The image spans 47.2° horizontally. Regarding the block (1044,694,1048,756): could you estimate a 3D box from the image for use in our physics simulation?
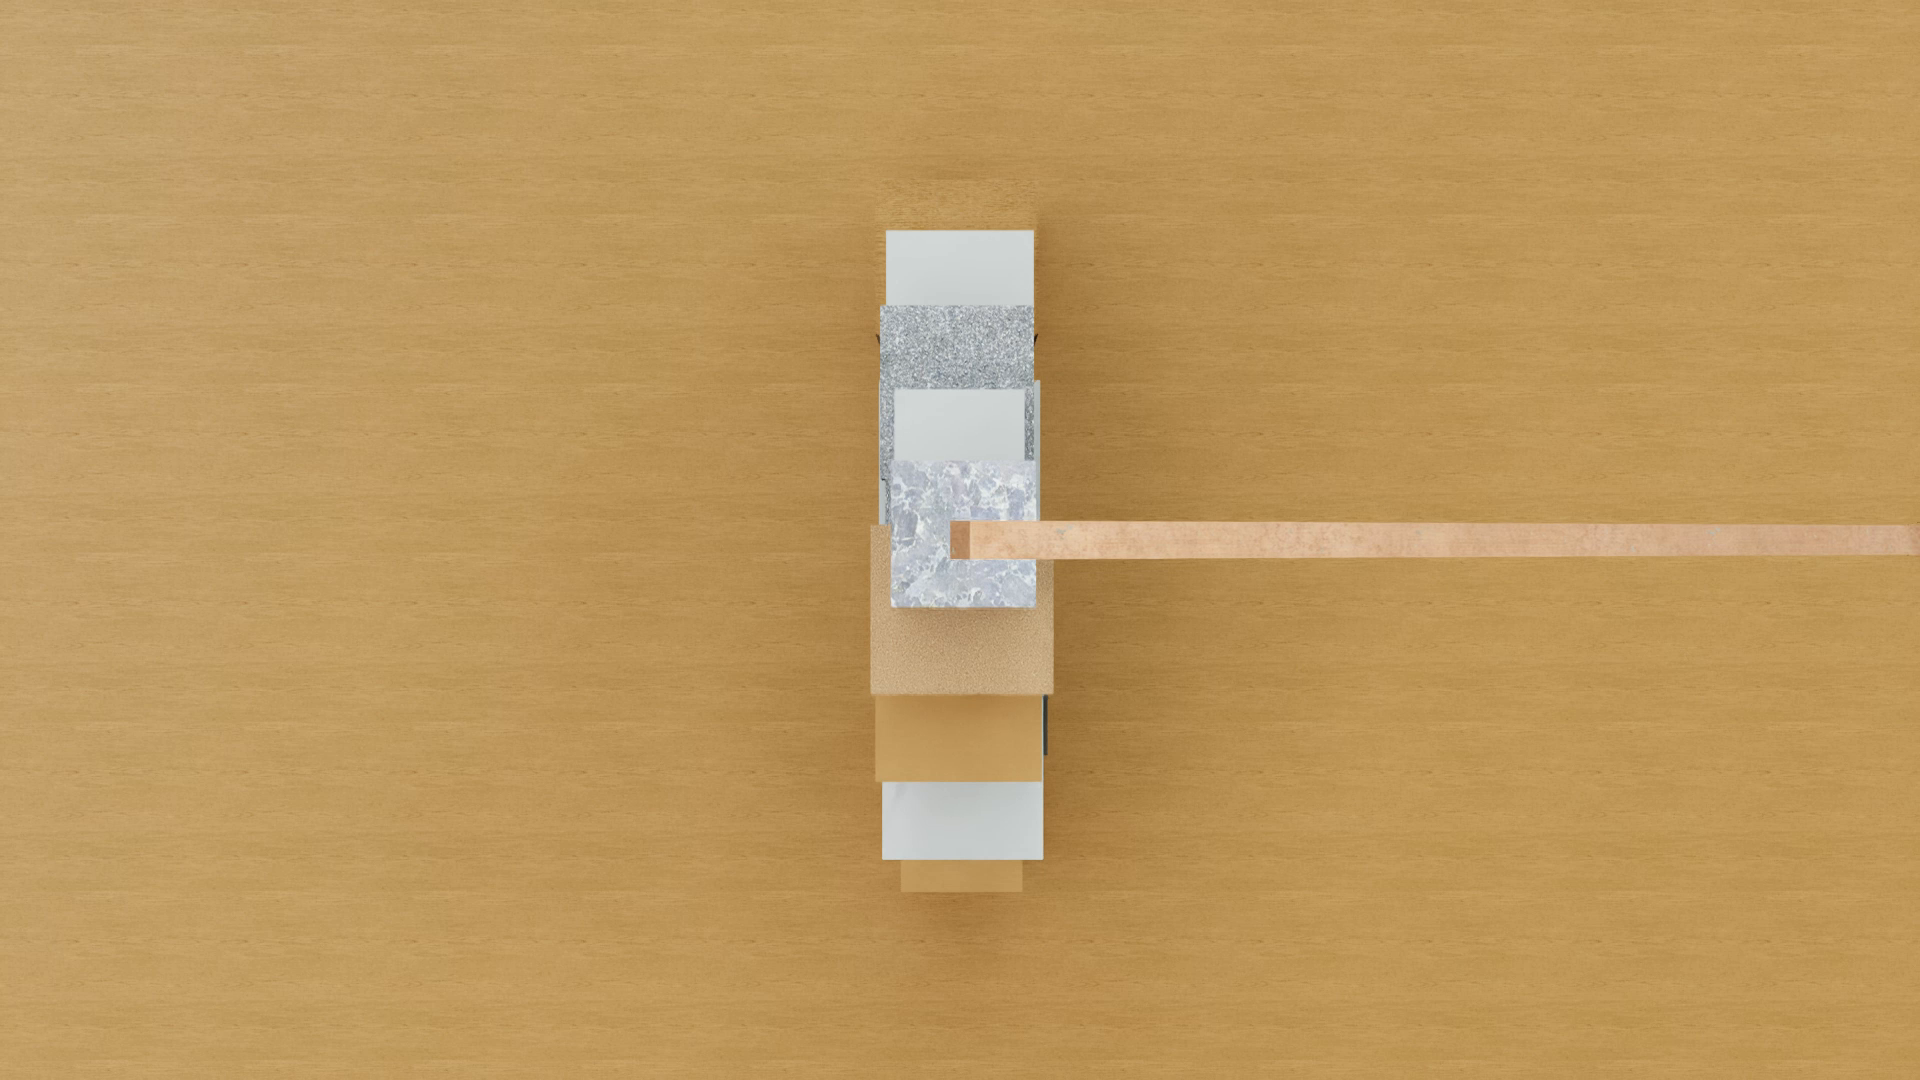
[{"bbox_3d":[0.014,0.672,12.464,0.921,1.072,0.992,0,90,0],"label":"block"}]

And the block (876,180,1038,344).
[{"bbox_3d":[-0.018,-1.554,12.539,0.897,0.922,0.843,0,90,0],"label":"block"}]

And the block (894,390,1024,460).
[{"bbox_3d":[-0.002,-0.372,10.237,0.588,0.571,0.625,0,90,0],"label":"block"}]

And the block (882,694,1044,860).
[{"bbox_3d":[0.015,1.162,11.501,0.809,0.855,0.895,0,90,0],"label":"block"}]

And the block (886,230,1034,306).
[{"bbox_3d":[-0.001,-1.225,11.741,0.765,0.673,0.763,0,90,0],"label":"block"}]

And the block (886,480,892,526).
[{"bbox_3d":[-0.007,0.051,10.969,0.708,0.662,0.688,0,90,0],"label":"block"}]

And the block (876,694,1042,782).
[{"bbox_3d":[-0.006,0.768,10.686,0.780,0.775,0.732,0,90,0],"label":"block"}]

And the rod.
[{"bbox_3d":[2.234,0.000,5.872,5.200,0.080,0.080,0,90,-31],"label":"rod"}]

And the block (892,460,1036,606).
[{"bbox_3d":[0.015,-0.020,9.231,0.587,0.643,0.593,0,89,0],"label":"block"}]

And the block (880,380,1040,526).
[{"bbox_3d":[-0.002,-0.451,11.847,0.843,0.686,0.771,0,90,0],"label":"block"}]

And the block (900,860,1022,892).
[{"bbox_3d":[0.009,1.577,12.673,0.683,0.655,0.798,0,90,0],"label":"block"}]

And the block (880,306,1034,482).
[{"bbox_3d":[-0.014,-0.711,10.964,0.735,0.889,0.830,0,90,0],"label":"block"}]

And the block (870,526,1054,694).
[{"bbox_3d":[0.009,0.309,9.924,0.794,0.753,0.734,0,89,0],"label":"block"}]
